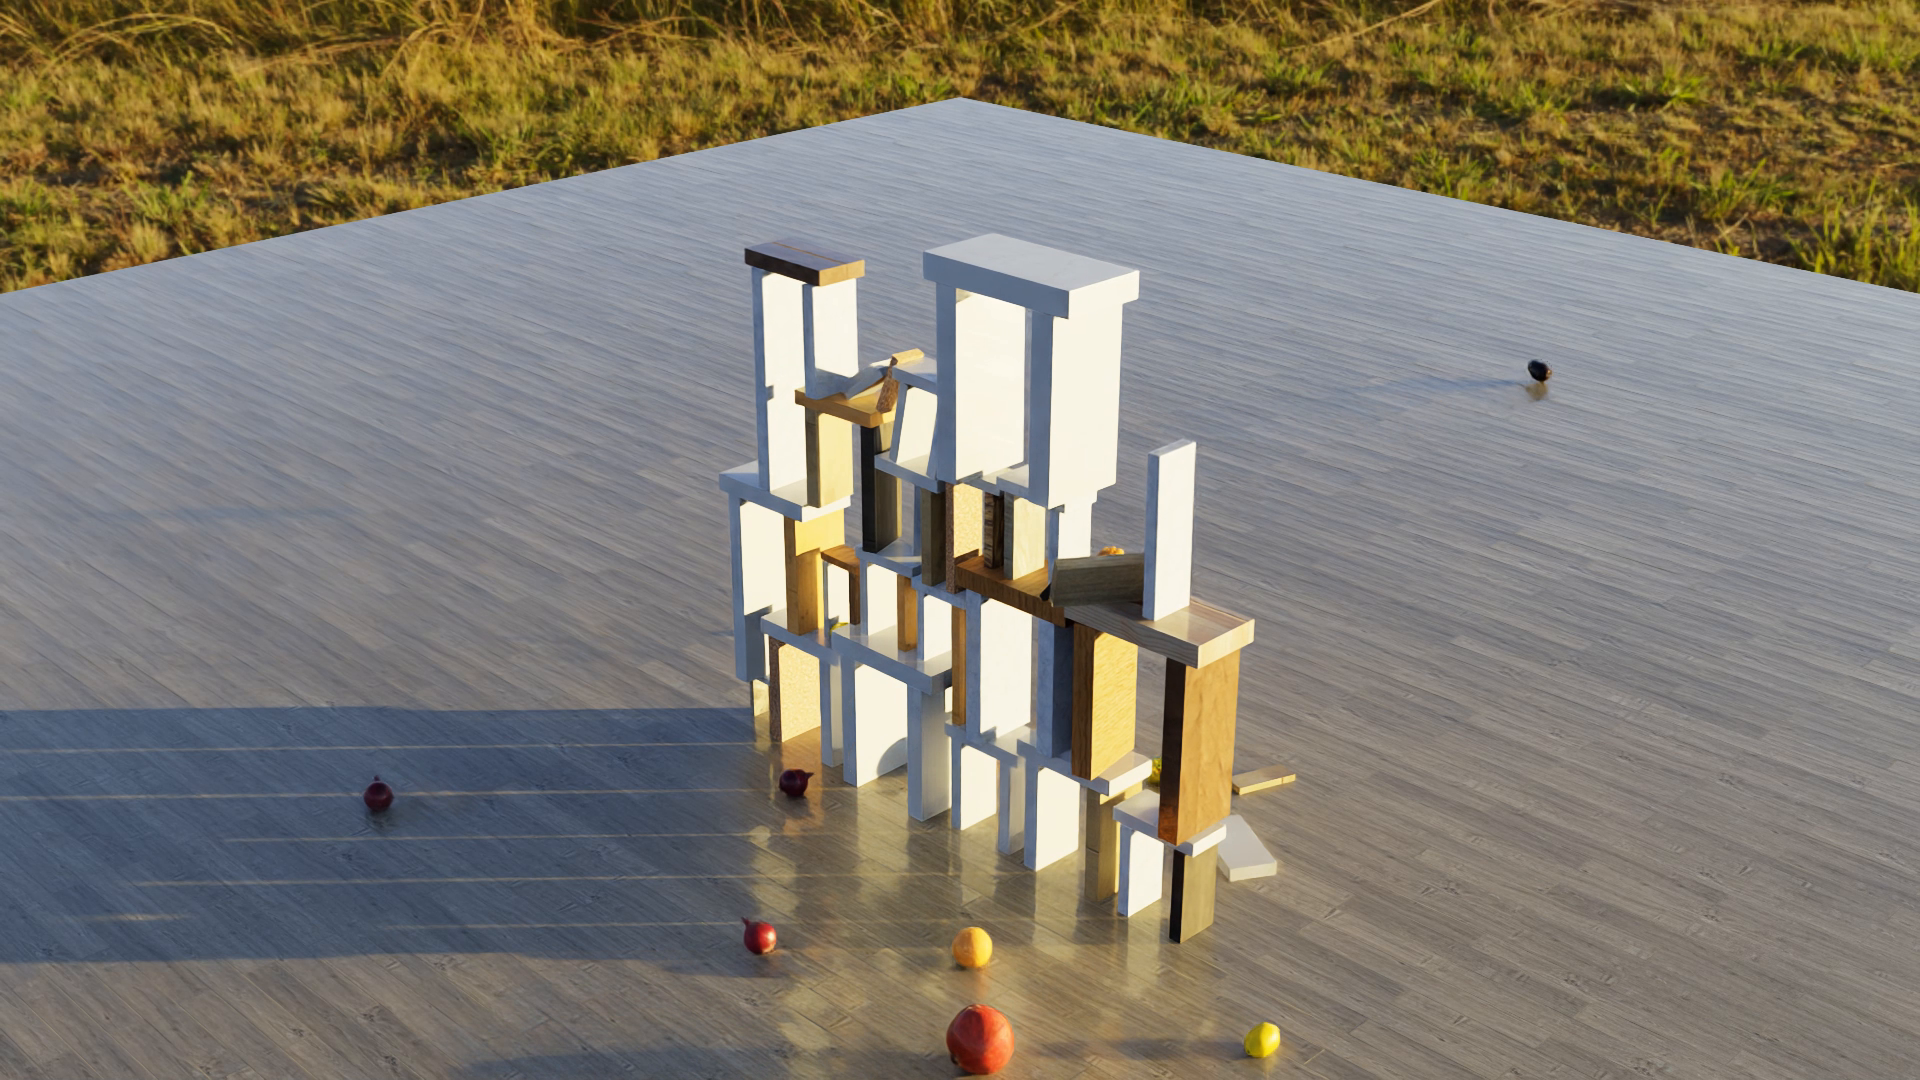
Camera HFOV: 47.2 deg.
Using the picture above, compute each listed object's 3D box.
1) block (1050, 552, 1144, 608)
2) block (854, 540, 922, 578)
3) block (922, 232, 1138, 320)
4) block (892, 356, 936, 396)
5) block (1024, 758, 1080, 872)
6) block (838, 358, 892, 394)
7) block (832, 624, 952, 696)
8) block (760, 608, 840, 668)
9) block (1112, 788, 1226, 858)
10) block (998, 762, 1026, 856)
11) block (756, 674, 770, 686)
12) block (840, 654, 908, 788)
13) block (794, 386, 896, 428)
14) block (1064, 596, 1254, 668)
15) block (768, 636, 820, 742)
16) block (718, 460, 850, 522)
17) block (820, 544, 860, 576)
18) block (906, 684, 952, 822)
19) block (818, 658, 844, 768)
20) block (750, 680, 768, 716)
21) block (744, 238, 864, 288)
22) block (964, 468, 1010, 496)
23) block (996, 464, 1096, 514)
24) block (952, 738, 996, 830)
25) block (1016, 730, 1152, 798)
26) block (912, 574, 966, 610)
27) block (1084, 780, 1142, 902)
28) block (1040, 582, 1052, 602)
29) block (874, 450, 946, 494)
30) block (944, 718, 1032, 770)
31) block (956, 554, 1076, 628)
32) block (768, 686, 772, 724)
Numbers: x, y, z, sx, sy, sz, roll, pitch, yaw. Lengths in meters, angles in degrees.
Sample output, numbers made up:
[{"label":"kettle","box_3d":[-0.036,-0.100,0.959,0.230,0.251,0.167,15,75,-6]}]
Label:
[{"label":"block","box_3d":[0.258,0.069,3.882,0.191,0.095,0.027,-4,45,-10]},{"label":"block","box_3d":[-0.124,0.033,4.379,0.163,0.023,0.081,20,30,40]},{"label":"block","box_3d":[0.122,-0.469,3.890,0.178,0.050,0.356,-21,31,-40]},{"label":"block","box_3d":[-0.040,-0.304,4.140,0.086,0.024,0.171,-19,30,-38]},{"label":"block","box_3d":[0.178,0.511,4.254,0.118,0.236,0.033,-21,31,-40]},{"label":"block","box_3d":[-0.177,-0.322,4.310,0.065,0.018,0.130,-18,-5,-36]},{"label":"block","box_3d":[-0.107,0.224,4.428,0.147,0.042,0.293,-21,31,-40]},{"label":"block","box_3d":[-0.294,0.196,4.632,0.243,0.034,0.122,21,31,41]},{"label":"block","box_3d":[0.382,0.517,4.023,0.189,0.027,0.094,21,31,40]},{"label":"block","box_3d":[0.121,0.508,4.309,0.028,0.199,0.099,21,31,41]},{"label":"block","box_3d":[-0.418,0.296,4.806,0.094,0.013,0.047,21,31,41]},{"label":"block","box_3d":[-0.177,0.351,4.559,0.042,0.293,0.147,20,30,40]},{"label":"block","box_3d":[-0.215,-0.273,4.345,0.211,0.030,0.106,20,30,38]},{"label":"block","box_3d":[0.351,0.138,3.902,0.308,0.044,0.154,21,31,40]},{"label":"block","box_3d":[-0.352,0.302,4.739,0.034,0.243,0.121,21,31,41]},{"label":"block","box_3d":[-0.367,-0.106,4.579,0.263,0.037,0.131,21,31,40]},{"label":"block","box_3d":[-0.226,0.040,4.493,0.058,0.016,0.115,-20,30,-39]},{"label":"block","box_3d":[-0.039,0.406,4.428,0.042,0.293,0.147,21,31,41]},{"label":"block","box_3d":[-0.238,0.346,4.633,0.121,0.243,0.034,-21,31,-41]},{"label":"block","box_3d":[-0.440,0.337,4.847,0.047,0.094,0.013,-21,31,-40]},{"label":"block","box_3d":[-0.307,-0.548,4.327,0.114,0.032,0.229,-21,30,-40]},{"label":"block","box_3d":[0.045,-0.121,4.128,0.152,0.022,0.076,21,31,40]},{"label":"block","box_3d":[0.157,-0.093,4.011,0.170,0.024,0.085,22,31,40]},{"label":"block","box_3d":[0.028,0.471,4.395,0.028,0.199,0.099,21,31,41]},{"label":"block","box_3d":[0.233,0.409,4.150,0.118,0.033,0.236,-21,31,-41]},{"label":"block","box_3d":[-0.017,0.094,4.277,0.074,0.021,0.148,-21,31,-40]},{"label":"block","box_3d":[0.289,0.555,4.151,0.118,0.236,0.033,-21,31,-40]},{"label":"block","box_3d":[0.195,0.077,3.983,0.102,0.051,0.014,-24,74,-36]},{"label":"block","box_3d":[-0.072,-0.138,4.253,0.091,0.026,0.182,-20,30,-39]},{"label":"block","box_3d":[0.074,0.385,4.308,0.199,0.028,0.099,21,31,41]},{"label":"block","box_3d":[0.140,0.084,4.110,0.278,0.039,0.139,21,31,40]},{"label":"block","box_3d":[-0.396,0.354,4.807,0.047,0.094,0.013,-21,31,-41]}]
